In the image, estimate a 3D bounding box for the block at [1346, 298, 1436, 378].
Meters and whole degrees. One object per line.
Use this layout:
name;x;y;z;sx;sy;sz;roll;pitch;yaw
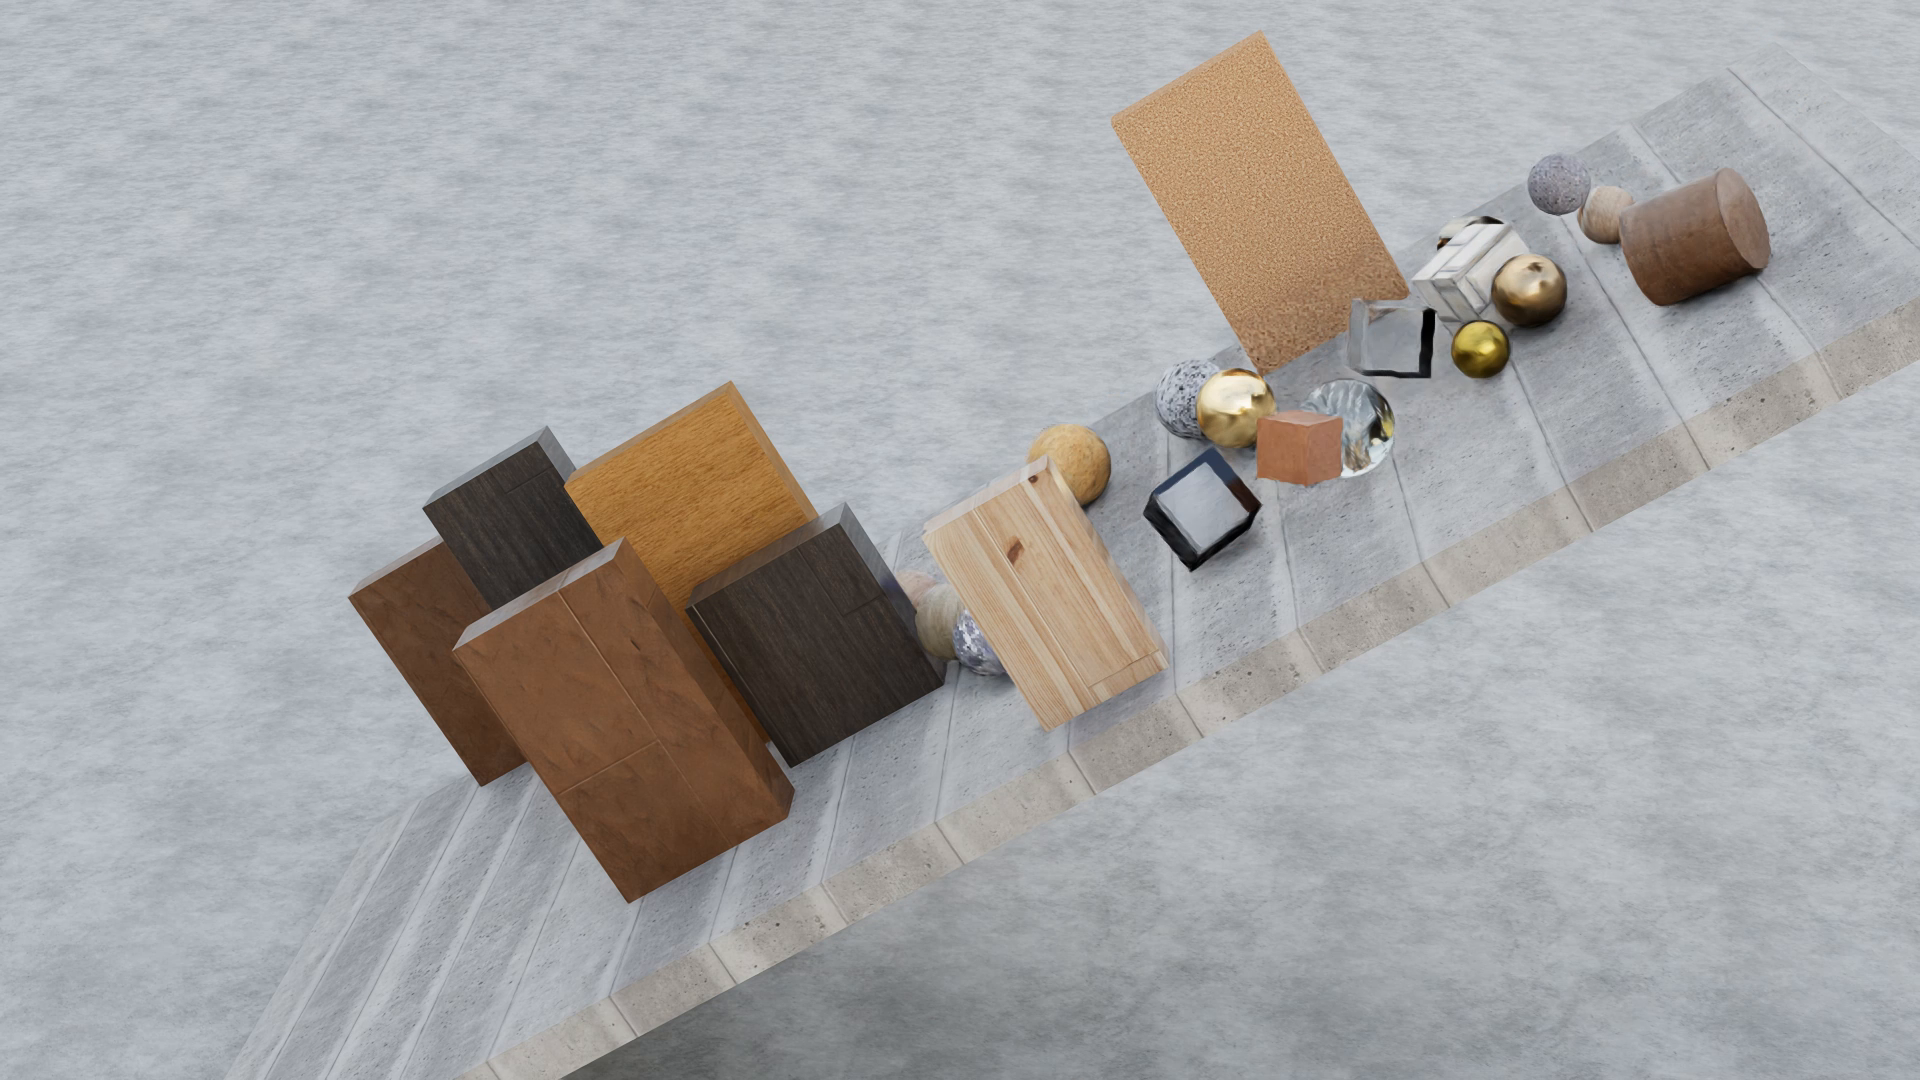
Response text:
block;0.886;-0.415;6.056;0.140;0.140;0.140;2;12;-8

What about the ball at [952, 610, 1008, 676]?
ball;0.062;0.194;5.837;0.154;0.154;0.154;0;19;0

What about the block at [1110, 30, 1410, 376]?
block;0.678;-0.753;6.623;0.385;0.678;0.089;-29;15;13

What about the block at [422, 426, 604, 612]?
block;-0.857;0.154;6.650;0.312;0.778;0.118;-29;15;13

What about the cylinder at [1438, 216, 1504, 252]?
cylinder;1.123;-0.640;6.407;0.127;0.127;0.127;-4;7;-10

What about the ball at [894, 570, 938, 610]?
ball;-0.102;0.135;6.425;0.138;0.138;0.138;0;19;0

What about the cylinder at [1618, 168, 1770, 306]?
cylinder;1.379;-0.568;5.523;0.203;0.203;0.203;-21;4;36

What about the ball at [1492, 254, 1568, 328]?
ball;1.140;-0.499;5.890;0.150;0.150;0.150;0;19;0

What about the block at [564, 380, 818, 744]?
block;-0.474;0.065;6.287;0.408;0.710;0.092;-29;15;13

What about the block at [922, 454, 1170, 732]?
block;0.159;0.100;5.401;0.264;0.441;0.086;-29;15;13

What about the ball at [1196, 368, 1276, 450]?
ball;0.589;-0.280;6.277;0.173;0.173;0.173;0;19;0

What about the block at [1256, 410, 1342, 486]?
block;0.637;-0.174;5.524;0.113;0.113;0.113;12;17;39

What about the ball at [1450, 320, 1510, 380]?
ball;1.026;-0.375;5.798;0.116;0.116;0.116;0;19;0

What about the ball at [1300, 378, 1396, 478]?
ball;0.747;-0.217;5.708;0.193;0.193;0.193;0;19;0

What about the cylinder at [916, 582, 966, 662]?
cylinder;0.023;0.164;6.009;0.162;0.162;0.162;-15;5;-37

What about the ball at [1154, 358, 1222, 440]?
ball;0.519;-0.311;6.507;0.180;0.180;0.180;0;19;0

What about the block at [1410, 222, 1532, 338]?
block;1.073;-0.526;6.035;0.172;0.172;0.172;-44;17;-13

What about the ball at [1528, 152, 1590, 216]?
ball;1.178;-0.700;5.784;0.122;0.122;0.122;0;19;0

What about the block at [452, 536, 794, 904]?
block;-0.666;0.363;5.871;0.383;0.632;0.136;-29;15;13

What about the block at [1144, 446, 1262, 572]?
block;0.472;-0.059;5.745;0.151;0.151;0.151;-36;-11;-14

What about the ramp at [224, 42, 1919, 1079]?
ramp;0.141;0.168;6.288;4.000;0.100;2.000;-29;15;13

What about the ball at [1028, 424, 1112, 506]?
ball;0.244;-0.166;6.586;0.189;0.189;0.189;0;19;0

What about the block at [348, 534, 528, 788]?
block;-1.164;0.257;7.323;0.443;0.588;0.117;-29;15;13

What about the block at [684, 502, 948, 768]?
block;-0.294;0.198;6.085;0.375;0.407;0.137;-29;15;13

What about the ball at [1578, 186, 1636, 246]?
ball;1.343;-0.673;6.097;0.123;0.123;0.123;0;19;0
